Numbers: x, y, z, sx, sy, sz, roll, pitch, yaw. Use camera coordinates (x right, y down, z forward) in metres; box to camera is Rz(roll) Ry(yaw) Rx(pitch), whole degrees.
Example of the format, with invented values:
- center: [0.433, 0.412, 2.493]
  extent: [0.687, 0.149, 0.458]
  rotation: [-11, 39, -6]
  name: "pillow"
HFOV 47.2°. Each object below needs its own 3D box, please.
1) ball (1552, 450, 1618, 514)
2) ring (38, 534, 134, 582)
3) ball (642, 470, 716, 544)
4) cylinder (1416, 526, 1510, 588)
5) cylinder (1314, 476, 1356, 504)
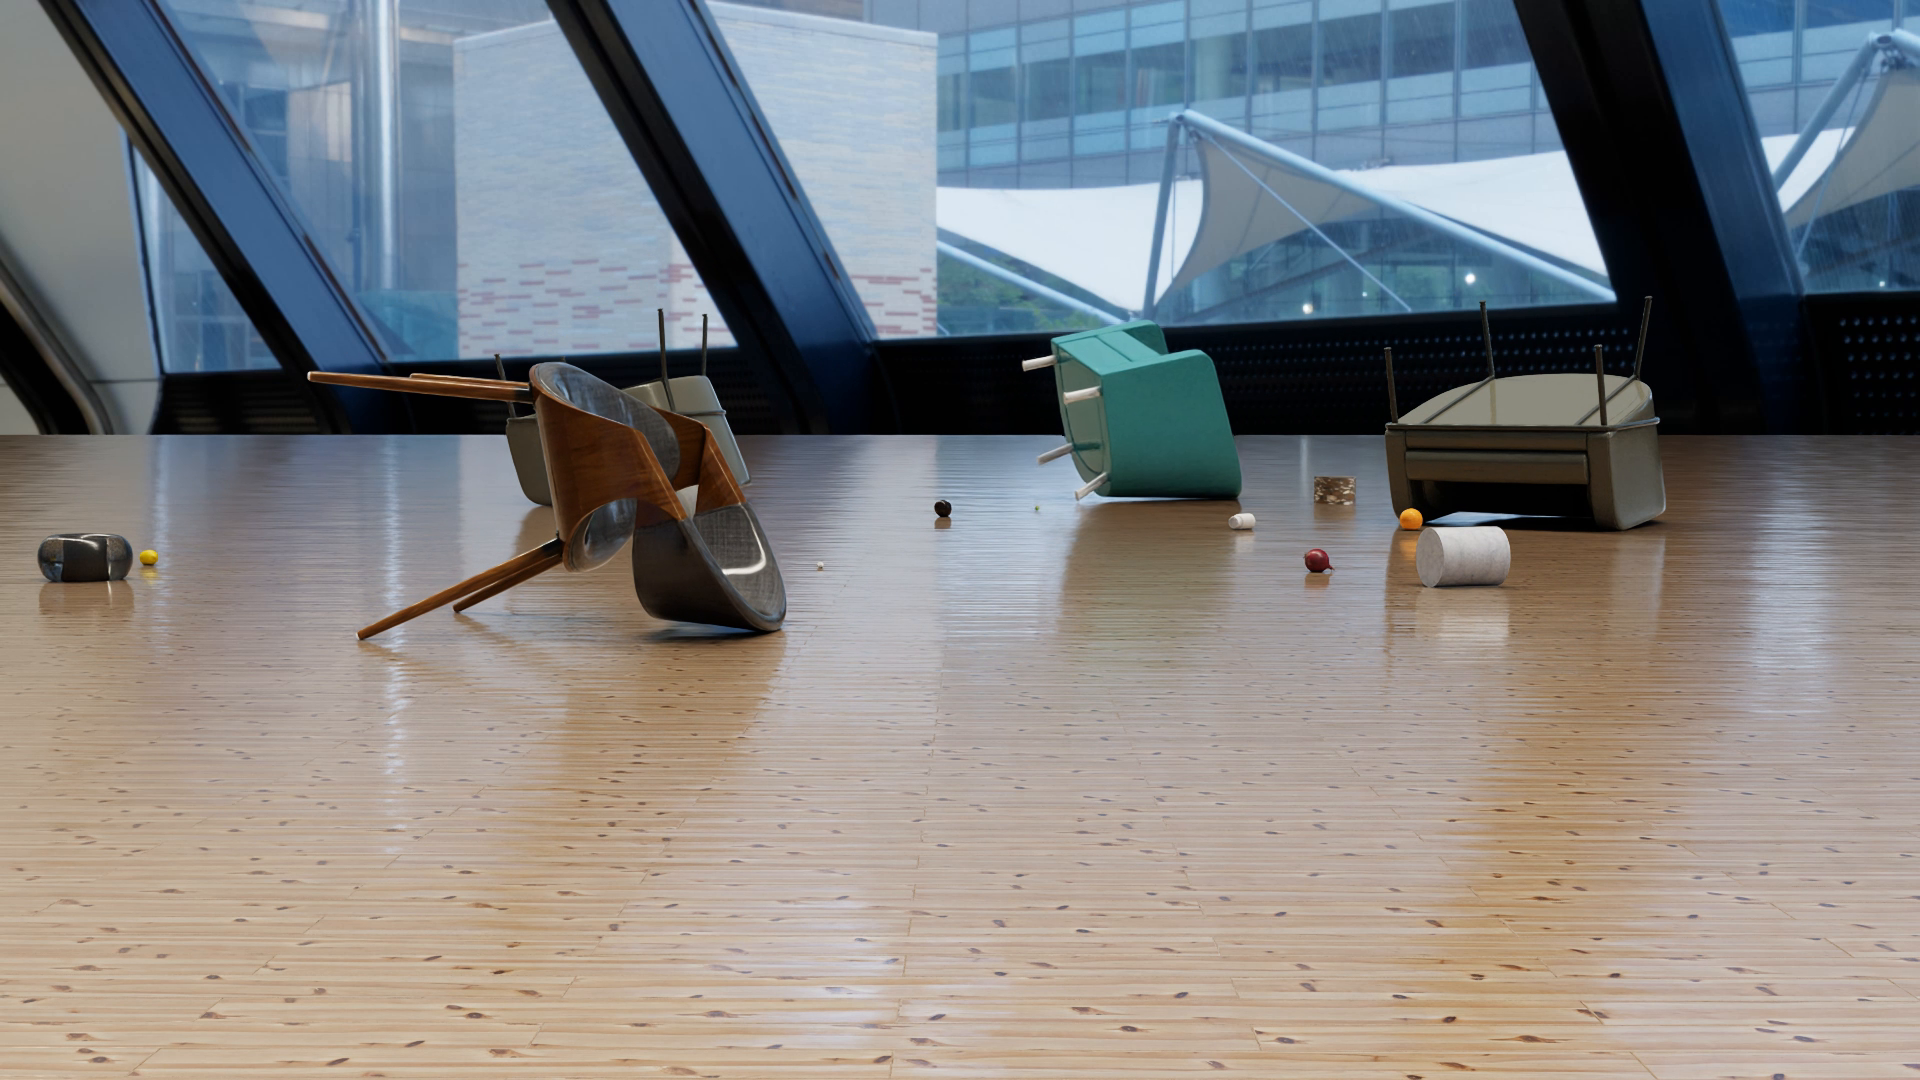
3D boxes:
- center: [2.244, -0.206, 7.888]
  extent: [0.228, 0.228, 0.228]
  rotation: [0, 4, 0]
  name: "ball"
- center: [-2.061, 0.042, 5.183]
  extent: [0.212, 0.105, 0.183]
  rotation: [0, 6, -14]
  name: "ring"
- center: [-0.812, -0.094, 6.364]
  extent: [0.213, 0.213, 0.213]
  rotation: [0, 4, 0]
  name: "ball"
- center: [1.144, 0.038, 5.003]
  extent: [0.166, 0.136, 0.136]
  rotation: [-1, -24, -15]
  name: "cylinder"
- center: [1.475, -0.197, 8.657]
  extent: [0.135, 0.105, 0.201]
  rotation: [-2, 4, -26]
  name: "cylinder"
